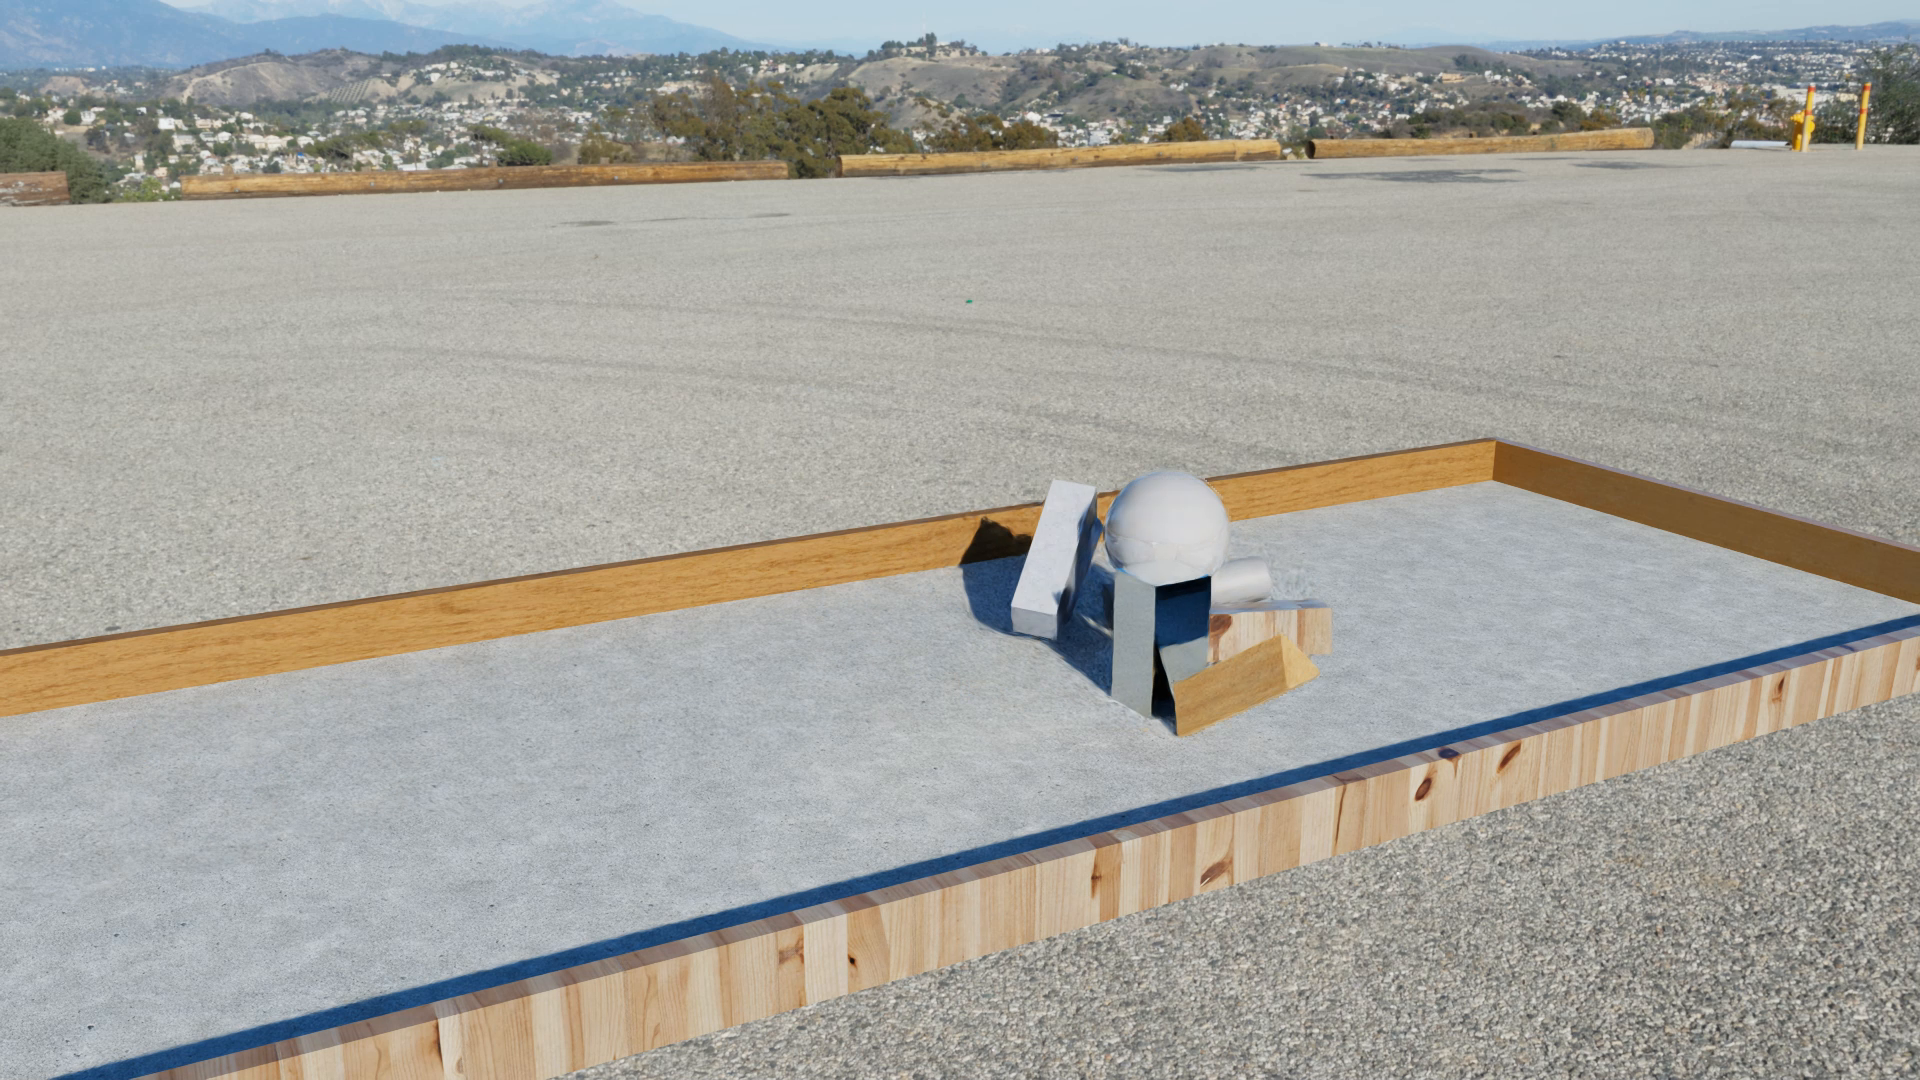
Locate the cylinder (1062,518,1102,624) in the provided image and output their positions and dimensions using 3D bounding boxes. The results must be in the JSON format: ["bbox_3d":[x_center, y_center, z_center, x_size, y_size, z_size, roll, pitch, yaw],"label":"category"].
[{"bbox_3d":[0.296,0.074,4.598,0.121,0.121,0.315,7,55,23],"label":"cylinder"}]

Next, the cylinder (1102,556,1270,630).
[{"bbox_3d":[0.622,0.144,4.540,0.445,0.125,0.125,-10,18,-8],"label":"cylinder"}]

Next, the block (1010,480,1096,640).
[{"bbox_3d":[0.258,0.049,4.469,0.122,0.122,0.433,11,56,13],"label":"block"}]

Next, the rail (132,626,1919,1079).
[{"bbox_3d":[-2.336,1.006,1.665,12.000,0.150,0.050,-9,18,-27],"label":"rail"}]

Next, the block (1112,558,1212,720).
[{"bbox_3d":[0.482,0.236,3.962,0.162,0.332,0.162,-9,19,-29],"label":"block"}]

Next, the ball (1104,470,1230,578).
[{"bbox_3d":[0.536,-0.017,4.276,0.327,0.327,0.327,0,16,0],"label":"ball"}]

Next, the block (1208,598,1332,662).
[{"bbox_3d":[0.766,0.235,4.291,0.370,0.122,0.122,-3,9,-5],"label":"block"}]

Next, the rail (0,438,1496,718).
[{"bbox_3d":[-3.305,0.497,3.399,12.000,0.150,0.050,-9,18,-27],"label":"rail"}]

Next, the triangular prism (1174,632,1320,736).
[{"bbox_3d":[0.629,0.322,3.741,0.133,0.115,0.338,-17,-12,-45],"label":"triangular prism"}]

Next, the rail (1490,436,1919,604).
[{"bbox_3d":[2.466,-0.048,5.253,0.050,0.150,2.100,-9,18,-27],"label":"rail"}]
